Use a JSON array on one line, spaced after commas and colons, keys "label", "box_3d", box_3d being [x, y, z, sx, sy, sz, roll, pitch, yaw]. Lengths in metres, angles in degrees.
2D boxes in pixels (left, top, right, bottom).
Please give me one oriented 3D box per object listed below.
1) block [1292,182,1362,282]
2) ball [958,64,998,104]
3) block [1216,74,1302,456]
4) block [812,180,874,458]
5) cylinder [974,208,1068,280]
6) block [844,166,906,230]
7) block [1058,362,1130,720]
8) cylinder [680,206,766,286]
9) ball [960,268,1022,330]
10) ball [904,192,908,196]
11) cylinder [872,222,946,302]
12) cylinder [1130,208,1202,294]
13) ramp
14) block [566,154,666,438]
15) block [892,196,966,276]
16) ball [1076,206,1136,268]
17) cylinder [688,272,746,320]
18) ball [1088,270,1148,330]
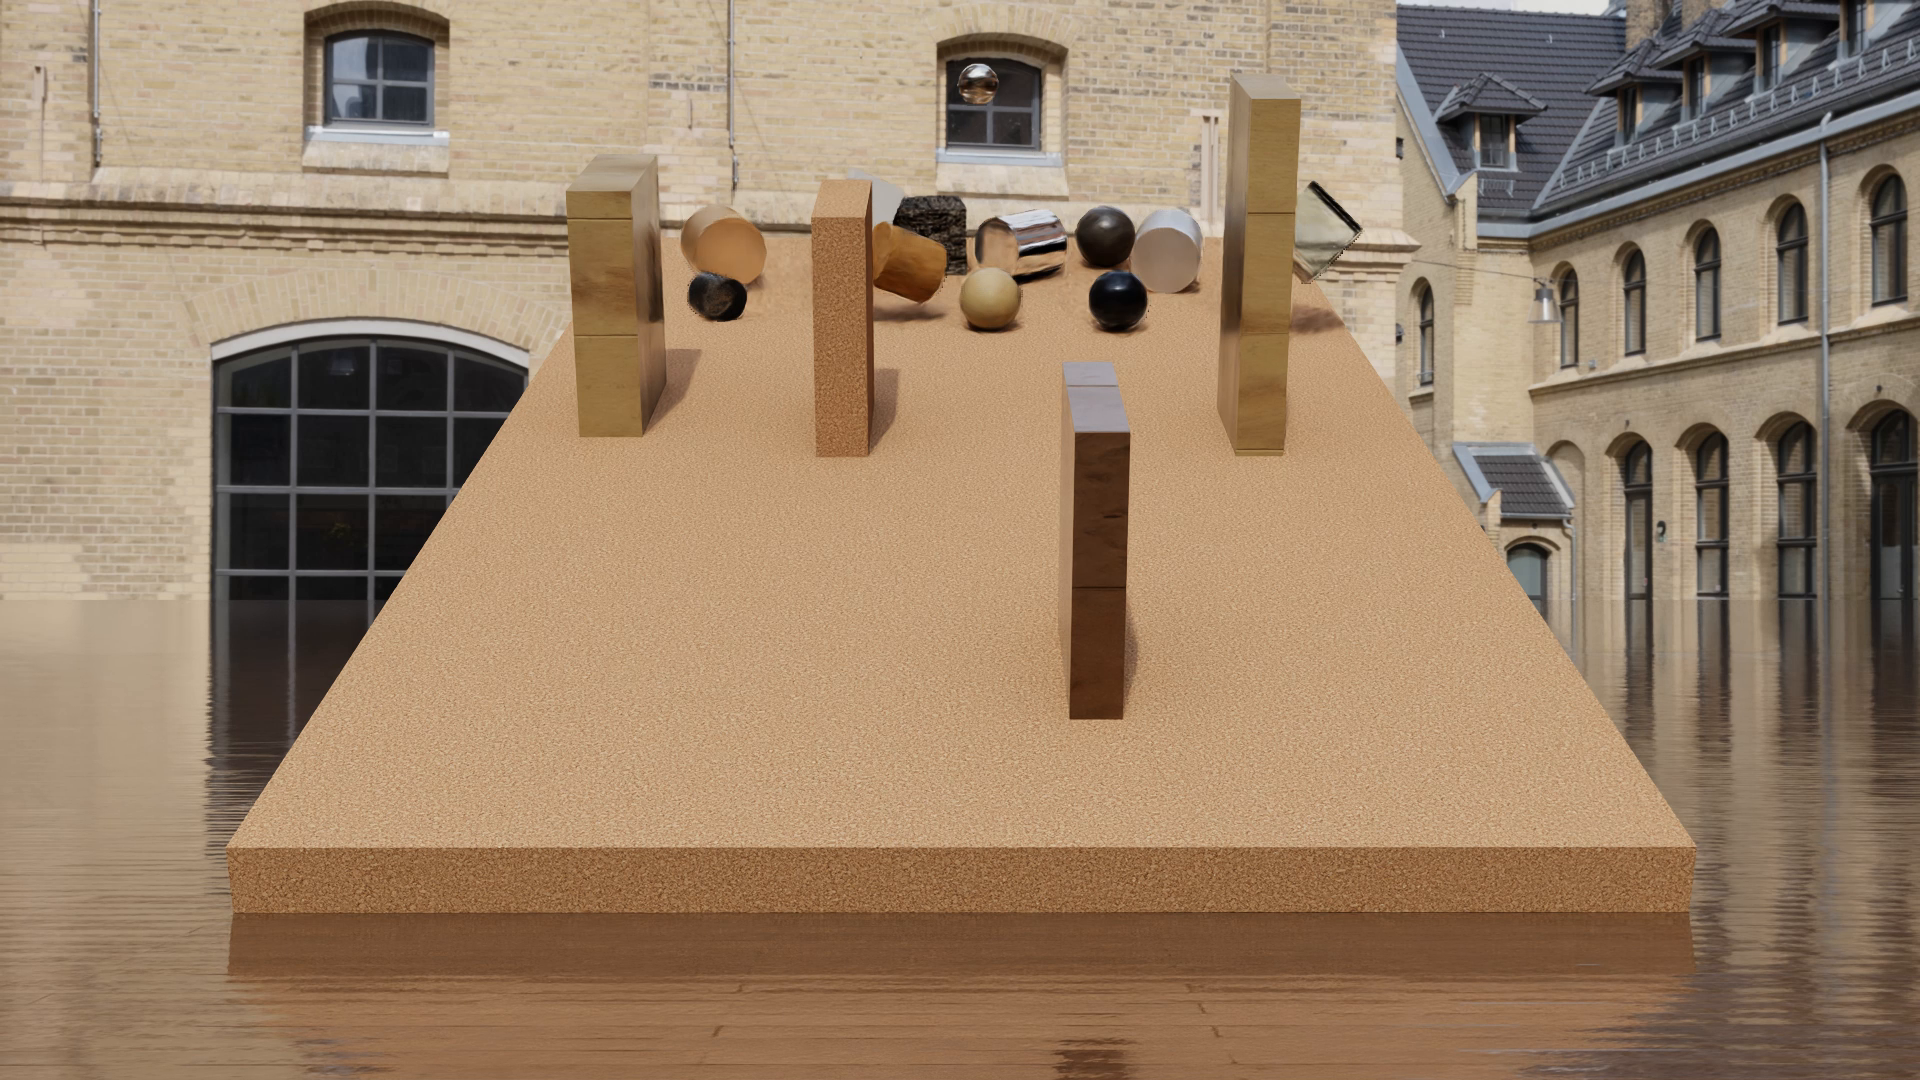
[{"label": "block", "box_3d": [0.873, -0.769, 5.650, 0.168, 0.168, 0.168, 45, 2, 0]}, {"label": "ball", "box_3d": [0.050, -1.250, 6.196, 0.111, 0.111, 0.111, 0, -1, 0]}, {"label": "block", "box_3d": [0.630, -0.588, 4.798, 0.099, 0.746, 0.363, 0, 19, 0]}, {"label": "block", "box_3d": [-0.248, -0.483, 4.852, 0.109, 0.509, 0.417, 0, 19, 0]}, {"label": "cylinder", "box_3d": [0.170, -0.820, 6.297, 0.183, 0.183, 0.183, -17, 9, -39]}, {"label": "block", "box_3d": [-0.259, -0.946, 6.330, 0.148, 0.148, 0.148, 21, 8, -14]}, {"label": "block", "box_3d": [0.209, -0.008, 3.585, 0.082, 0.460, 0.402, 0, 19, 0]}, {"label": "cylinder", "box_3d": [-0.651, -0.805, 6.201, 0.198, 0.198, 0.198, 0, 18, -19]}, {"label": "ball", "box_3d": [0.077, -0.614, 5.751, 0.158, 0.158, 0.158, 0, -1, 0]}, {"label": "ball", "box_3d": [-0.226, -0.945, 6.631, 0.194, 0.194, 0.194, 0, -1, 0]}, {"label": "cylinder", "box_3d": [-0.148, -0.713, 5.809, 0.164, 0.164, 0.164, 17, -10, -30]}, {"label": "cylinder", "box_3d": [0.567, -0.792, 6.191, 0.187, 0.187, 0.187, 0, 24, 9]}, {"label": "ramp", "box_3d": [-0.005, -0.202, 4.973, 2.000, 0.100, 4.000, 0, 19, 0]}, {"label": "block", "box_3d": [-0.754, -0.548, 4.995, 0.136, 0.534, 0.444, 0, 19, 0]}, {"label": "block", "box_3d": [-0.088, -0.861, 6.399, 0.190, 0.190, 0.190, -2, 20, -7]}, {"label": "ball", "box_3d": [0.415, -0.866, 6.442, 0.173, 0.173, 0.173, 0, -1, 0]}, {"label": "cylinder", "box_3d": [-0.631, -0.633, 5.873, 0.109, 0.109, 0.109, 1, 14, -41]}, {"label": "ball", "box_3d": [0.403, -0.611, 5.753, 0.152, 0.152, 0.152, 0, -1, 0]}]
